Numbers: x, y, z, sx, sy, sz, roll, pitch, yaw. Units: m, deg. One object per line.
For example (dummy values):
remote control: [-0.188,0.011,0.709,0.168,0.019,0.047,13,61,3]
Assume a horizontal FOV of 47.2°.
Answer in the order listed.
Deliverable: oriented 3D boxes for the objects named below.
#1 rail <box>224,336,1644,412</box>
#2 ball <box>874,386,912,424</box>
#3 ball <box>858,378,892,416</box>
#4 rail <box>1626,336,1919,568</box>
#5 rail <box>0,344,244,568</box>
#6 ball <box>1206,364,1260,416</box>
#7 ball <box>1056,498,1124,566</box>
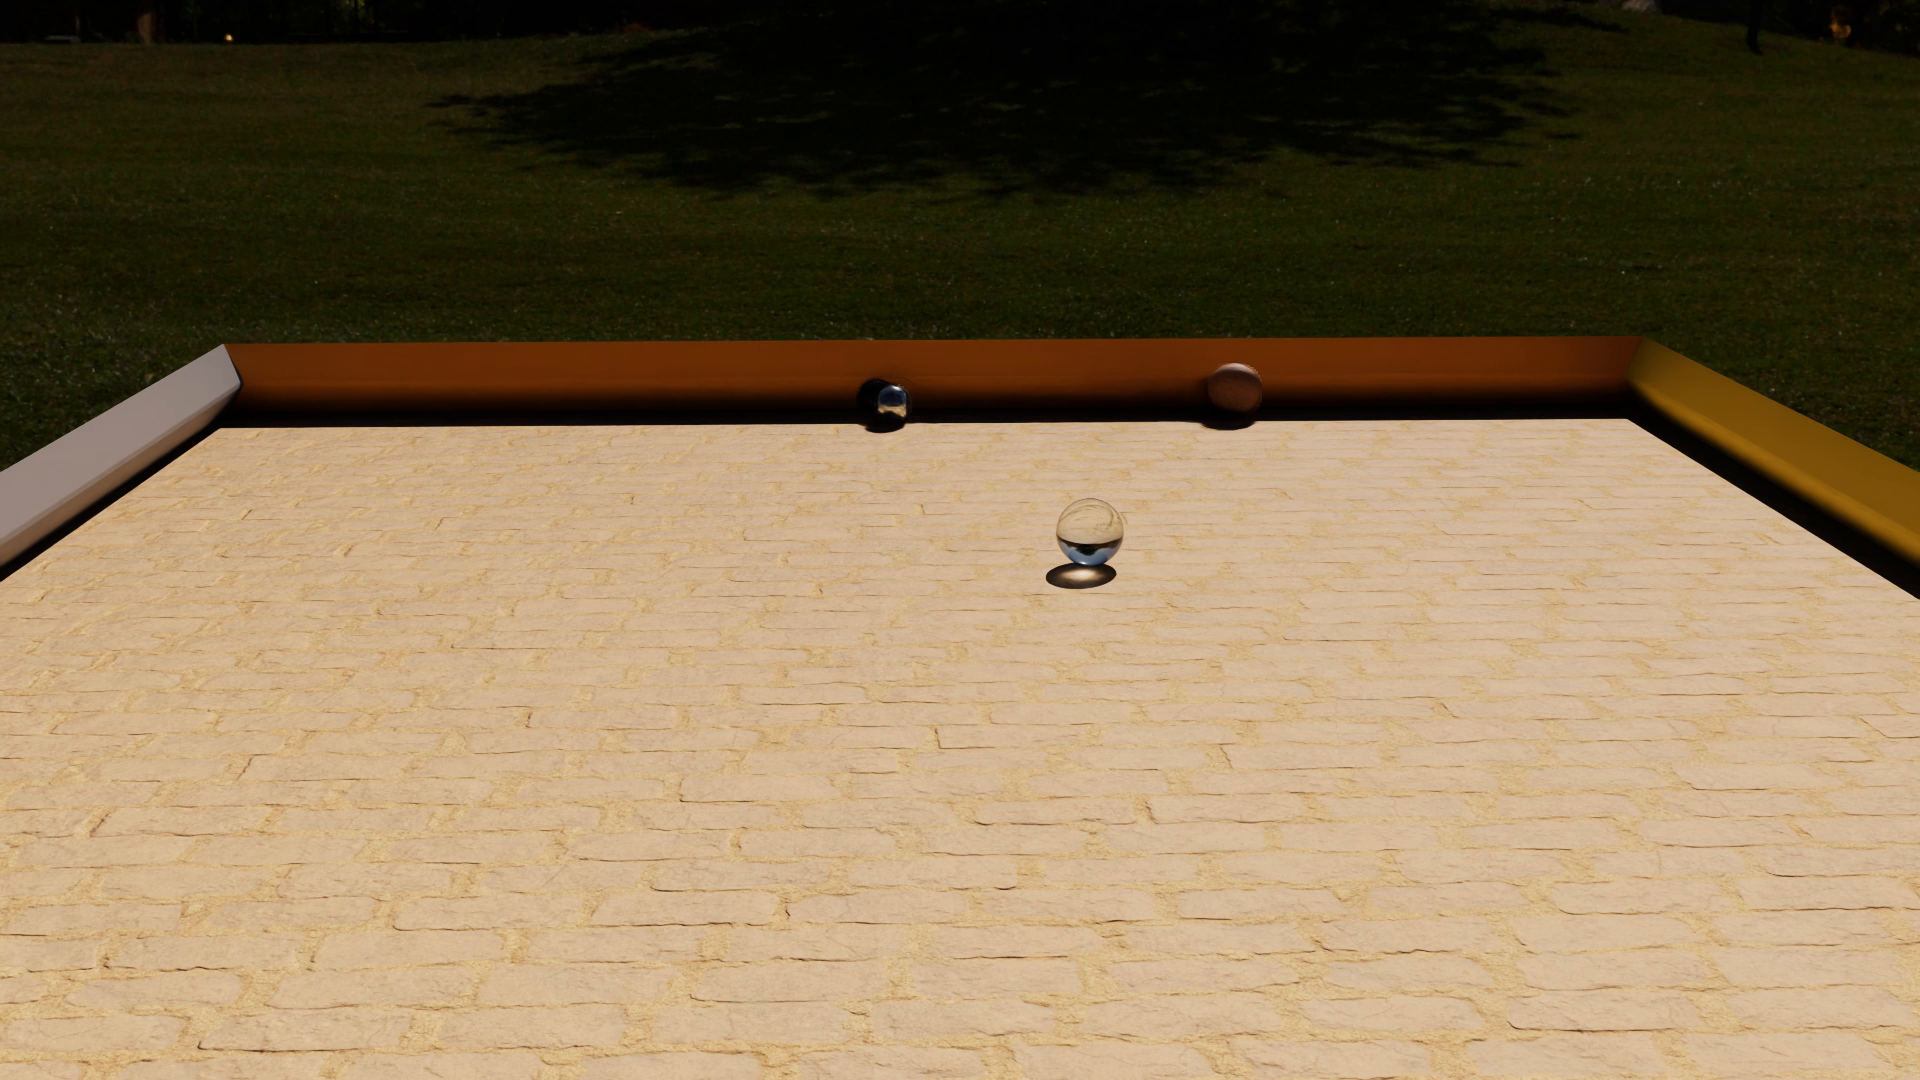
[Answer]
rail: [-0.035,-0.297,3.989,2.585,0.125,0.045,0,15,-2]
ball: [-0.120,-0.240,3.891,0.067,0.067,0.067,0,15,0]
ball: [-0.149,-0.256,3.949,0.067,0.067,0.067,0,15,0]
rail: [1.304,0.243,1.939,0.045,0.125,4.371,0,15,-2]
rail: [-1.233,0.264,1.860,0.045,0.125,4.371,0,15,-2]
ball: [0.491,-0.269,3.943,0.096,0.096,0.096,0,15,0]
ball: [0.175,-0.010,2.969,0.092,0.092,0.092,0,15,0]
